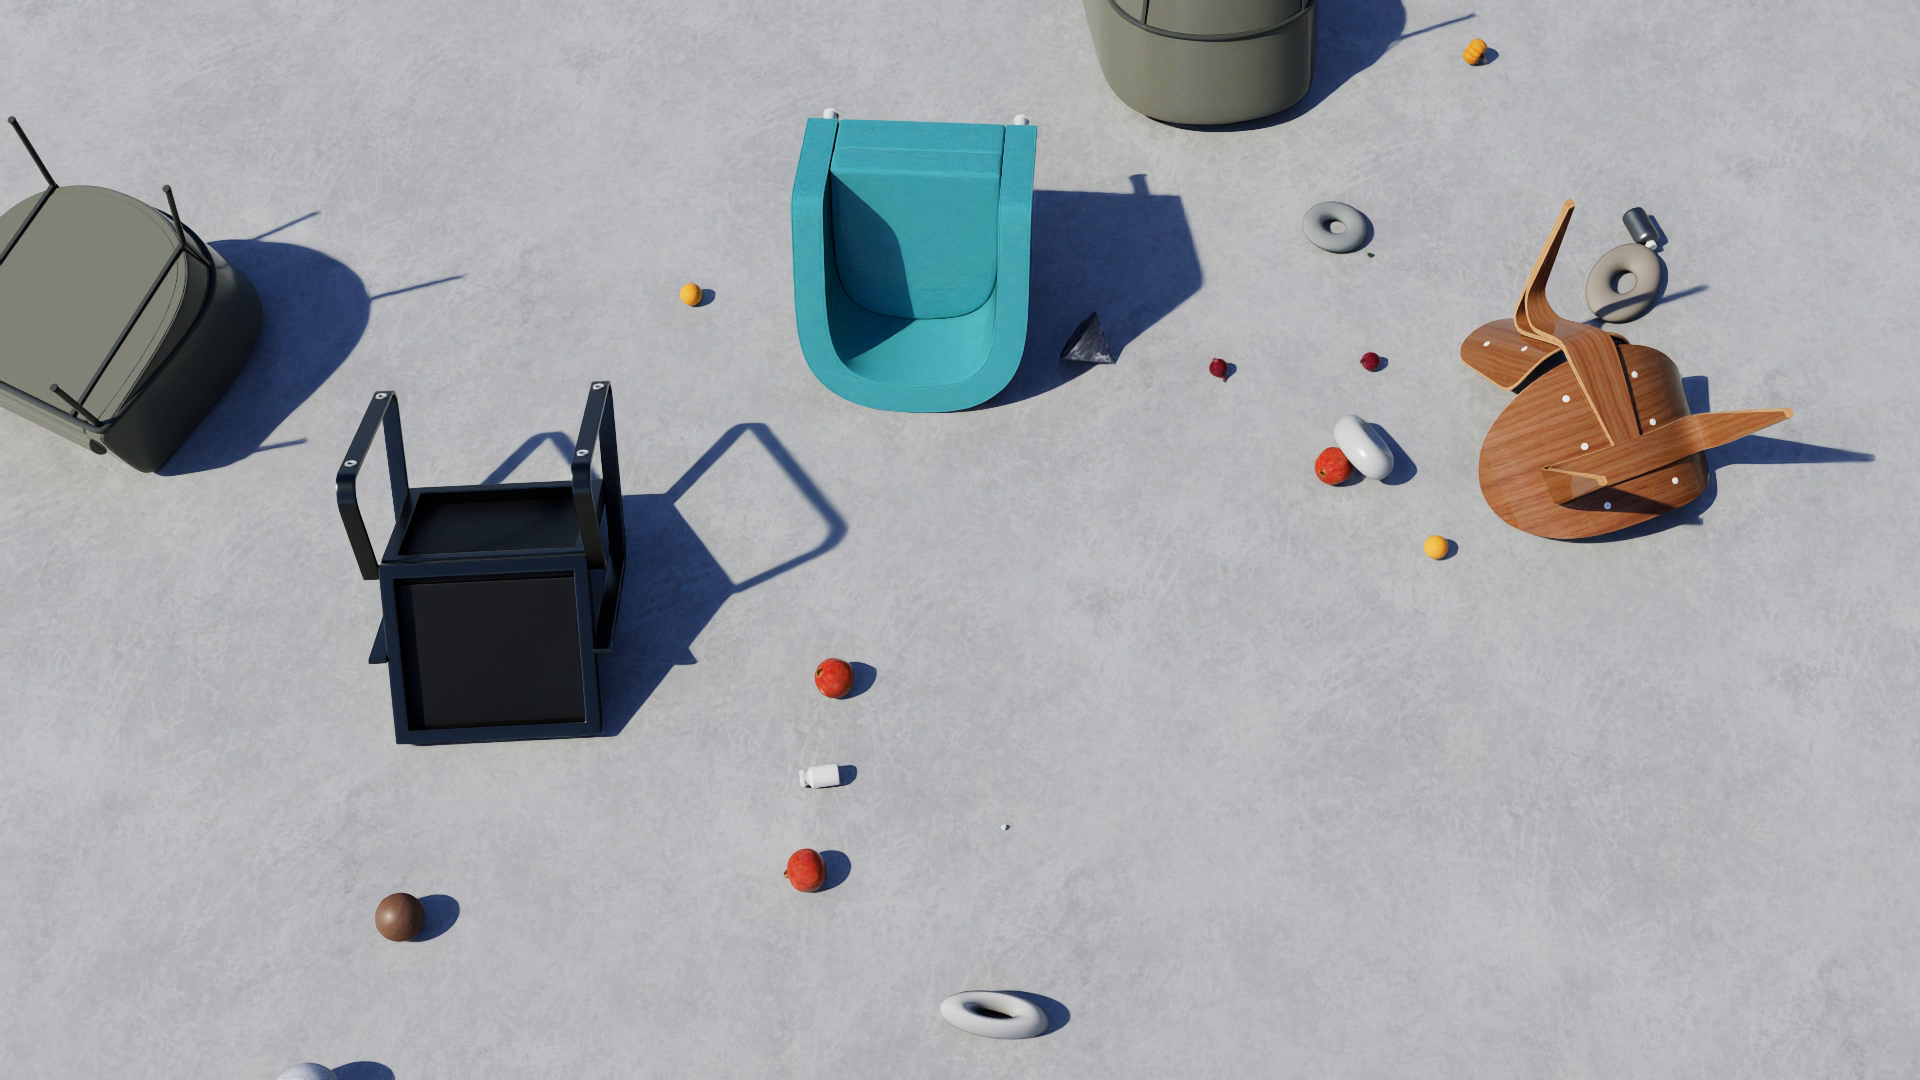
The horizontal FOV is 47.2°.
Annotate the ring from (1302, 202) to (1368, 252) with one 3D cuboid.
[{"bbox_3d":[1.235,-1.031,7.238,0.219,0.048,0.212,36,63,22],"label":"ring"}]

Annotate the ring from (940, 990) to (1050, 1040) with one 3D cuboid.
[{"bbox_3d":[0.089,1.229,5.691,0.288,0.098,0.110,7,54,4],"label":"ring"}]

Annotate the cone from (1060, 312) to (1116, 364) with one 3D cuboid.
[{"bbox_3d":[0.432,-0.601,6.932,0.154,0.168,0.197,37,52,-11],"label":"cone"}]

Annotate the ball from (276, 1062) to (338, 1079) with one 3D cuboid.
[{"bbox_3d":[-1.642,1.405,5.524,0.179,0.179,0.179,0,56,0],"label":"ball"}]

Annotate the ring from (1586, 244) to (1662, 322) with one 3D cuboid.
[{"bbox_3d":[2.142,-0.832,7.097,0.218,0.060,0.352,26,61,18],"label":"ring"}]

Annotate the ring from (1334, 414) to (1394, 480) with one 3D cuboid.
[{"bbox_3d":[1.224,-0.281,6.668,0.093,0.175,0.255,-47,42,20],"label":"ring"}]

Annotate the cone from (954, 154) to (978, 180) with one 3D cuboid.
[{"bbox_3d":[0.006,-1.244,7.394,0.085,0.049,0.086,18,74,10],"label":"cone"}]
